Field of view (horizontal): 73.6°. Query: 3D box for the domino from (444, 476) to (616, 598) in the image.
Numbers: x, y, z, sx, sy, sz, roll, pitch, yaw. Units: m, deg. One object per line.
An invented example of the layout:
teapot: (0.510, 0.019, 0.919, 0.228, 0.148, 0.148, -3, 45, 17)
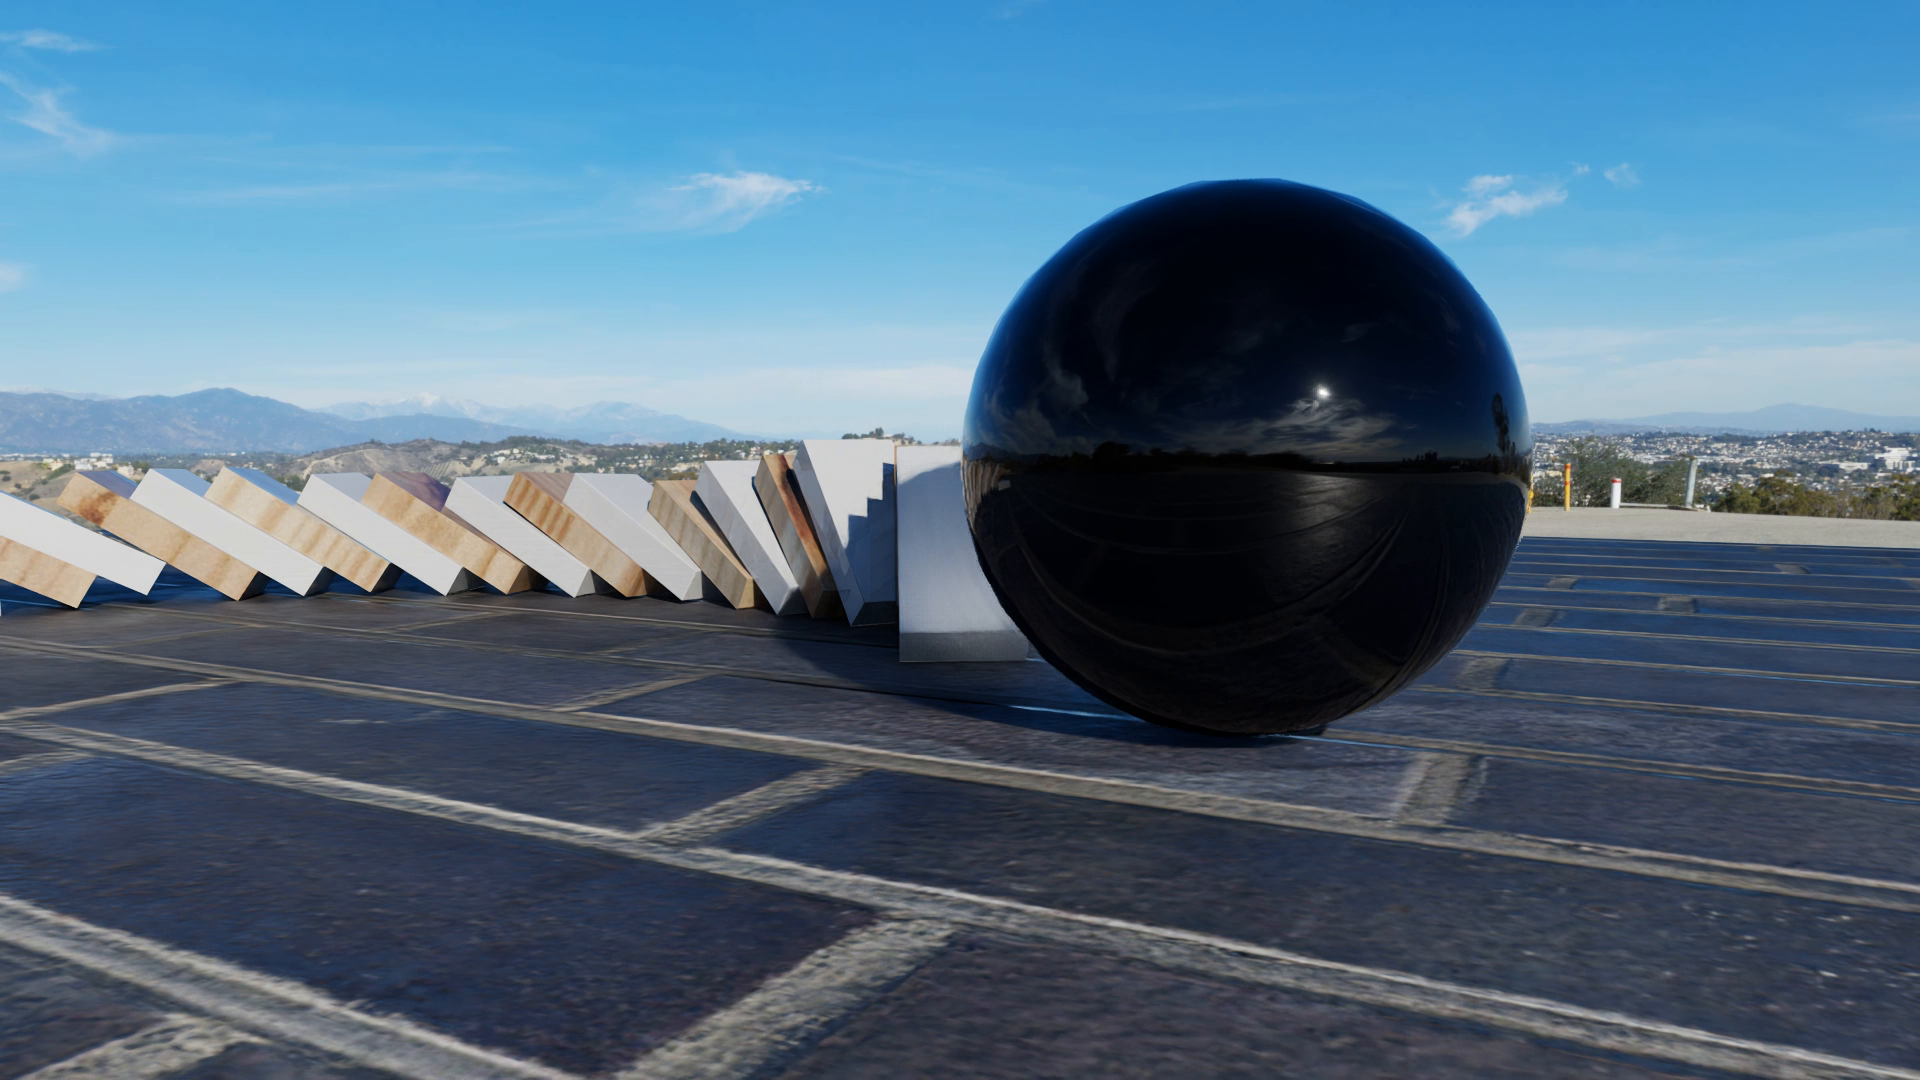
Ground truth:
domino: (-0.121, -0.002, 0.372, 0.050, 0.009, 0.025, 32, 14, 14)

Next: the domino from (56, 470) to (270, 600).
domino: (-0.217, -0.002, 0.354, 0.050, 0.010, 0.025, 33, -4, -15)

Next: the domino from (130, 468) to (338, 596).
domino: (-0.201, -0.002, 0.360, 0.050, 0.009, 0.025, 33, -4, -12)

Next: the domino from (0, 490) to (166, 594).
domino: (-0.237, -0.001, 0.337, 0.050, 0.010, 0.025, 31, -15, -28)

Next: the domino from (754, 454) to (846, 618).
domino: (-0.033, -0.002, 0.328, 0.025, 0.010, 0.050, -1, 44, -31)

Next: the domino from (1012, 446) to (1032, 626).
domino: (0.001, 0.001, 0.278, 0.025, 0.009, 0.050, 0, 49, -3)

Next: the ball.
ball: (0.040, -0.012, 0.187, 0.080, 0.080, 0.080, 0, 4, 0)

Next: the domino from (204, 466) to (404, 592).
domino: (-0.185, -0.003, 0.366, 0.050, 0.009, 0.025, 33, -4, -9)

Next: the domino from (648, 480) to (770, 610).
domino: (-0.062, 0.000, 0.350, 0.025, 0.009, 0.050, -4, 35, -44)

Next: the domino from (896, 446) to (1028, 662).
domino: (0.000, 0.002, 0.264, 0.025, 0.009, 0.050, 0, 49, -3)

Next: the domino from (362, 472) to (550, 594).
domino: (-0.144, -0.003, 0.372, 0.050, 0.009, 0.025, 32, 6, 4)

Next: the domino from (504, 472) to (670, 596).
domino: (-0.103, -0.002, 0.367, 0.050, 0.009, 0.025, 34, 14, 18)

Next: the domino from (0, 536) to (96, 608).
domino: (-0.249, 0.001, 0.326, 0.050, 0.010, 0.025, 32, -16, -31)

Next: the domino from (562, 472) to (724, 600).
domino: (-0.085, -0.002, 0.360, 0.050, 0.009, 0.025, 35, 17, 22)

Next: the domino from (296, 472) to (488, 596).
domino: (-0.162, -0.002, 0.372, 0.050, 0.009, 0.025, 31, 6, 2)

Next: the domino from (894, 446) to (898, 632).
domino: (-0.003, -0.001, 0.305, 0.025, 0.010, 0.050, 0, 49, -4)

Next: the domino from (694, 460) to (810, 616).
domino: (-0.047, -0.002, 0.338, 0.025, 0.010, 0.050, -4, 43, -41)

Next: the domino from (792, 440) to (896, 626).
domino: (-0.021, -0.003, 0.315, 0.025, 0.050, 0.009, -3, -37, -31)
